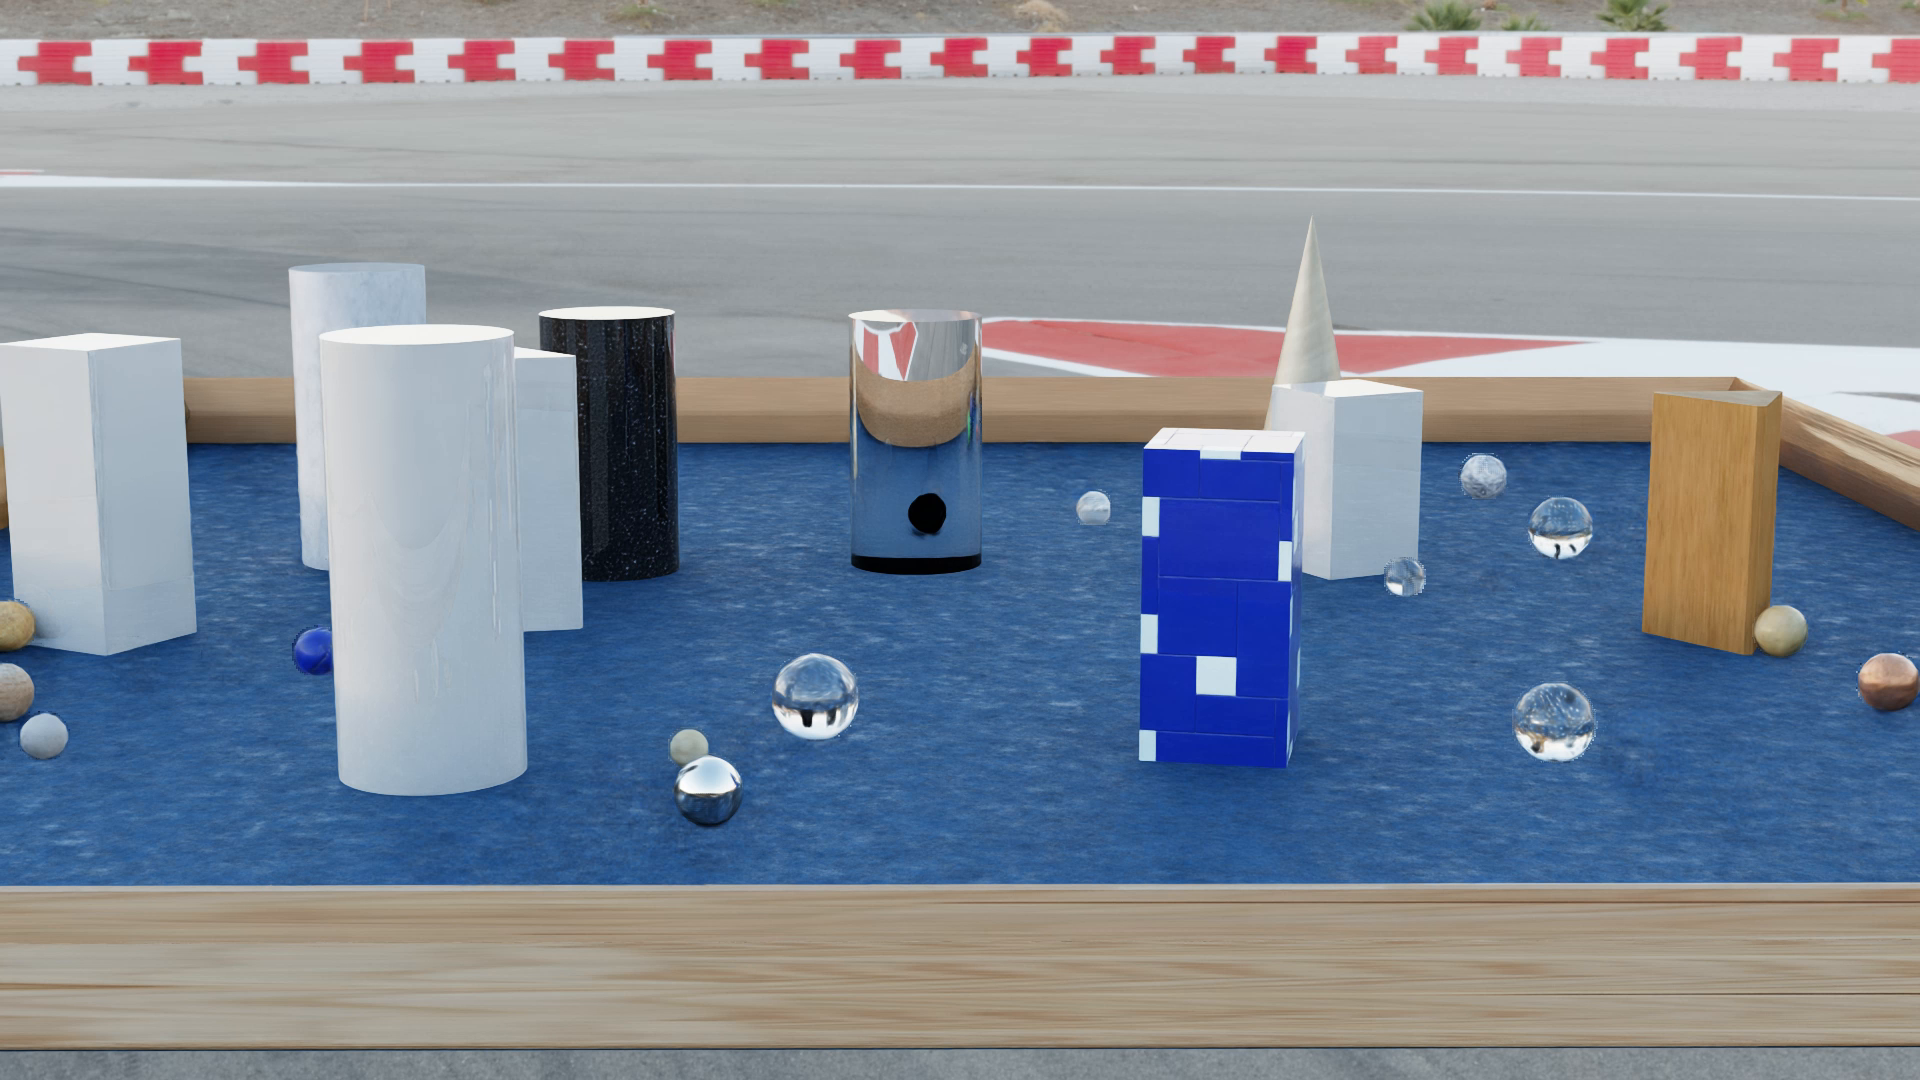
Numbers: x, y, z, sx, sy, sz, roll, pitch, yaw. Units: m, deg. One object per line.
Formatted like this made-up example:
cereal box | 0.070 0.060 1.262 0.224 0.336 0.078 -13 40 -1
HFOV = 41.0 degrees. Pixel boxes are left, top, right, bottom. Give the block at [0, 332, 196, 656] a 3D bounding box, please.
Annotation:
block | -1.096 -0.062 3.265 0.155 0.382 0.155 6 12 28

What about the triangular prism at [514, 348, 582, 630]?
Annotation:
triangular prism | -0.592 -0.070 3.373 0.168 0.357 0.146 -2 11 -12

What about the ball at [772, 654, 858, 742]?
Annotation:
ball | -0.158 0.171 2.792 0.095 0.095 0.095 0 11 0

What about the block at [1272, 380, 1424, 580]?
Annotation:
block | 0.561 -0.091 3.744 0.155 0.263 0.155 -5 12 -27

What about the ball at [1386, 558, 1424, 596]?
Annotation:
ball | 0.615 0.052 3.549 0.053 0.053 0.053 0 11 0

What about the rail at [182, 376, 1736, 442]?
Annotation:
rail | -0.009 -0.249 4.966 3.036 0.126 0.045 0 11 0

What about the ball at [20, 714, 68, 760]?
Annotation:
ball | -0.971 0.208 2.721 0.048 0.048 0.048 0 11 0

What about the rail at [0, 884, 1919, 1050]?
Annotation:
rail | 0.009 0.314 1.932 3.036 0.126 0.045 0 11 0

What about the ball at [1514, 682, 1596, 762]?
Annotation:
ball | 0.627 0.193 2.706 0.084 0.084 0.084 0 11 0

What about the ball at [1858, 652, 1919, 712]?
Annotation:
ball | 1.058 0.162 2.920 0.067 0.067 0.067 0 11 0

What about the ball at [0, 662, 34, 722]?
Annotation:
ball | -1.072 0.171 2.872 0.067 0.067 0.067 0 11 0

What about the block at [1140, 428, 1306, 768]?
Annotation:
block | 0.282 0.058 2.746 0.155 0.334 0.155 2 11 12

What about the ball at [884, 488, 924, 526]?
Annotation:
ball | -0.090 -0.053 4.092 0.062 0.062 0.062 0 11 0

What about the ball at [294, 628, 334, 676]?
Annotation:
ball | -0.773 0.135 3.092 0.057 0.057 0.057 0 11 0

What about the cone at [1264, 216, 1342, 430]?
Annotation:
cone | 0.583 -0.304 4.289 0.194 0.484 0.194 0 11 0

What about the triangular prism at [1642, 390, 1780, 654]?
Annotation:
triangular prism | 0.994 -0.030 3.282 0.146 0.313 0.168 -7 13 -35

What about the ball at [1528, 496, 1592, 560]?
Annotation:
ball | 0.894 -0.018 3.817 0.093 0.093 0.093 0 11 0

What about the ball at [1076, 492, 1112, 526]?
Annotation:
ball | 0.214 -0.050 4.090 0.056 0.056 0.056 0 11 0

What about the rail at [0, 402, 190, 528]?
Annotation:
rail | -1.494 0.034 3.441 0.045 0.126 3.133 0 11 0

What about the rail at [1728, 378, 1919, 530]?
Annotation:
rail | 1.494 0.031 3.458 0.045 0.126 3.133 0 11 0

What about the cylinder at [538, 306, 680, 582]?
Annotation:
cylinder | -0.507 -0.142 3.716 0.194 0.374 0.194 0 11 0

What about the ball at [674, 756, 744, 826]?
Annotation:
ball | -0.243 0.243 2.481 0.068 0.068 0.068 0 11 0

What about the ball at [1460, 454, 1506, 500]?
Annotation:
ball | 0.886 -0.107 4.340 0.076 0.076 0.076 0 11 0

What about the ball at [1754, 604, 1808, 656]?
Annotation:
ball | 1.021 0.113 3.189 0.065 0.065 0.065 0 11 0

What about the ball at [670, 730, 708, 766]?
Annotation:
ball | -0.283 0.218 2.686 0.041 0.041 0.041 0 11 0

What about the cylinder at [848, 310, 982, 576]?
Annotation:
cylinder | -0.065 -0.147 3.763 0.194 0.366 0.194 0 11 0

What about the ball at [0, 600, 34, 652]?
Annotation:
ball | -1.194 0.108 3.216 0.065 0.065 0.065 0 11 0

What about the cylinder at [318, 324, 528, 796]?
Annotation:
cylinder | -0.550 0.016 2.639 0.194 0.456 0.194 0 11 0

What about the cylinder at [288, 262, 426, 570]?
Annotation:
cylinder | -0.879 -0.185 3.782 0.194 0.433 0.194 0 11 0
